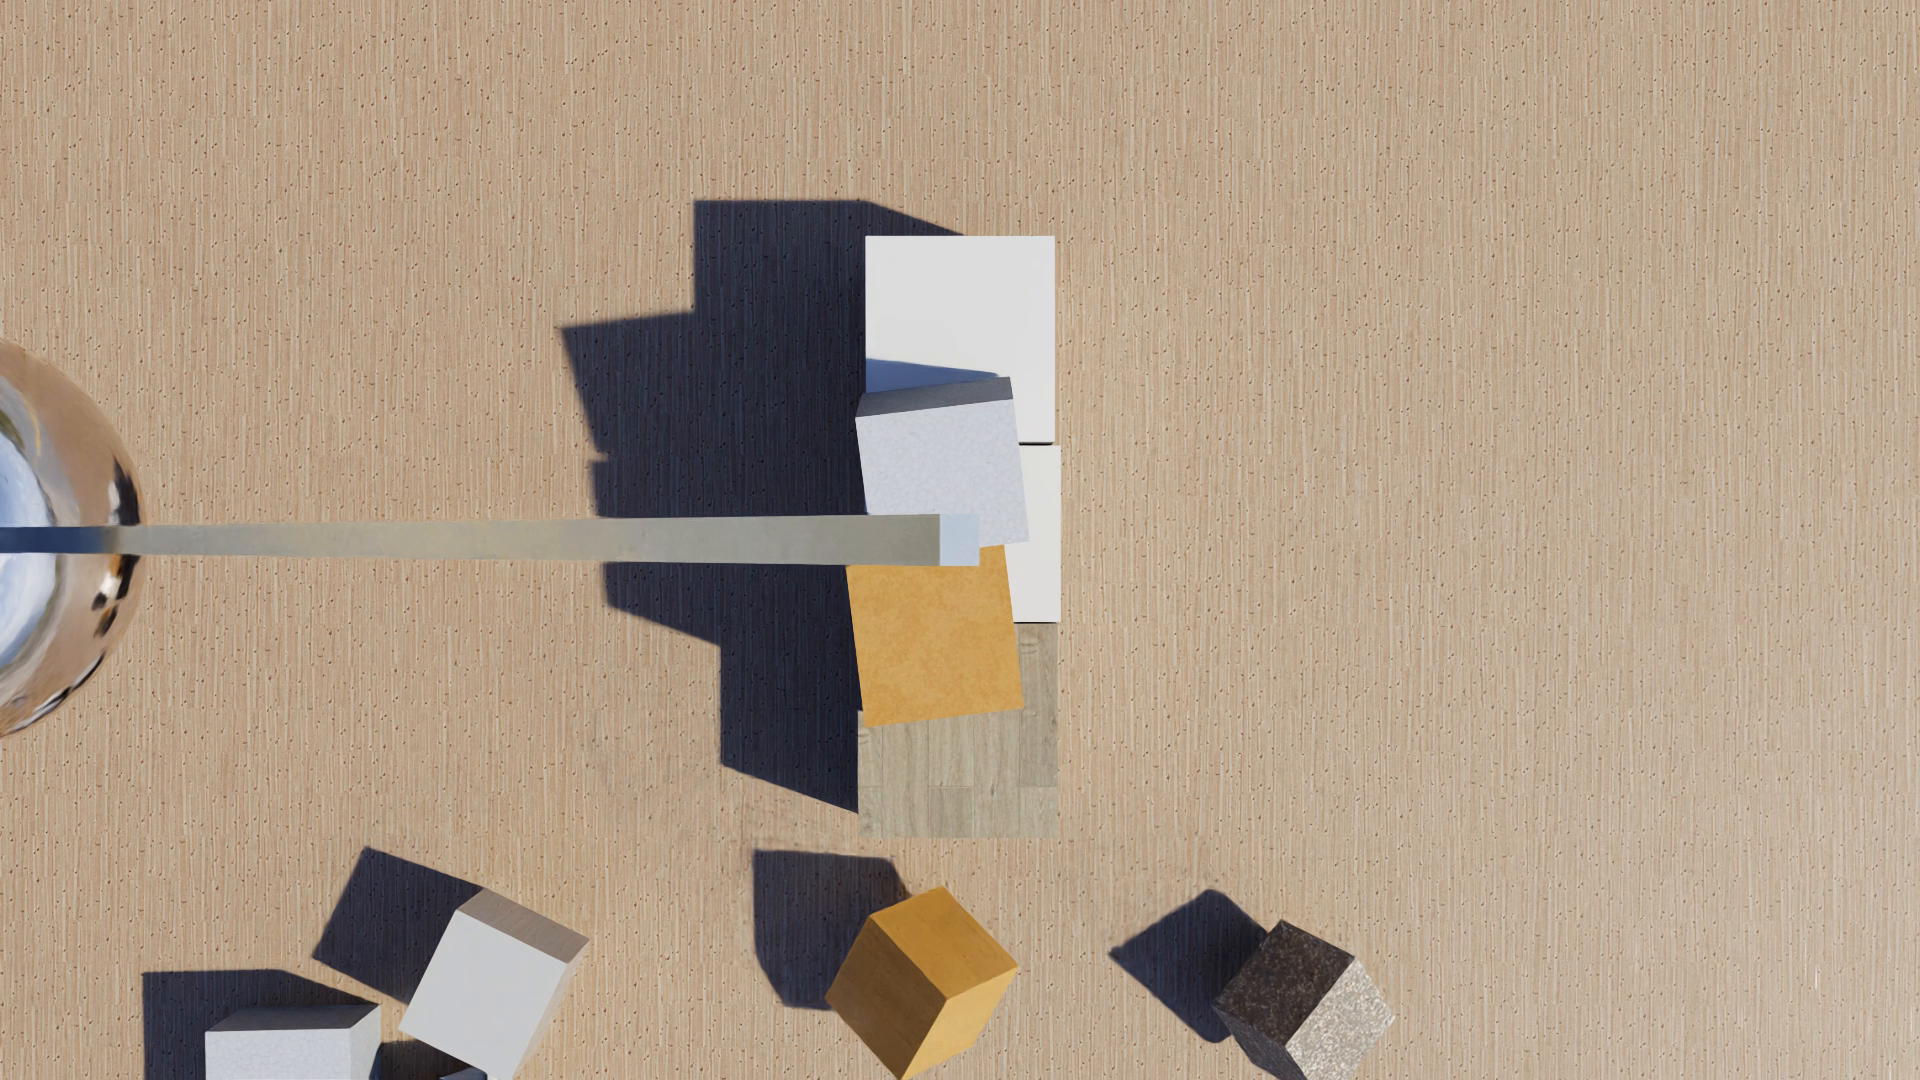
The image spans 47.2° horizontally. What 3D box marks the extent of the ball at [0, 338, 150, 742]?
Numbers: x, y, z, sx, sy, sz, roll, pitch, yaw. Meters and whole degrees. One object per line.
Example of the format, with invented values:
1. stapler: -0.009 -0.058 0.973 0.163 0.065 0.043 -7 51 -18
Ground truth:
1. ball: -3.813 0.000 8.036 1.600 1.600 1.600 0 90 0

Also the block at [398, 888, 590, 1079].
1. block: -2.655 2.539 12.615 0.692 0.771 0.739 26 90 0

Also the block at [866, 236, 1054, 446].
1. block: 0.002 -1.084 12.420 1.018 1.160 1.107 0 90 0

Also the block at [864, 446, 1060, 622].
1. block: 0.014 -0.034 12.535 1.078 0.929 0.967 0 90 0

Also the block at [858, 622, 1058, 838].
1. block: -0.012 1.047 12.532 1.095 0.936 1.175 0 90 0

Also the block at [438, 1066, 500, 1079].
1. block: -2.935 3.541 12.550 0.718 0.740 0.636 -19 108 0

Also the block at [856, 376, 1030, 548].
1. block: -0.085 -0.388 11.453 0.797 0.818 0.733 -7 102 1

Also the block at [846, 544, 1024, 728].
1. block: -0.131 0.477 11.661 0.819 0.807 0.873 -7 90 0

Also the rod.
1. rod: -1.652 0.000 5.411 0.080 5.200 0.080 0 90 -39

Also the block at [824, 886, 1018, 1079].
1. block: -0.219 2.503 12.452 0.667 0.628 0.677 43 123 26

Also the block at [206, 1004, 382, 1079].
1. block: -3.825 3.158 12.676 0.813 0.649 0.808 -1 90 0

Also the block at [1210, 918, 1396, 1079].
1. block: 1.952 2.679 12.505 0.655 0.596 0.597 -47 125 -18
